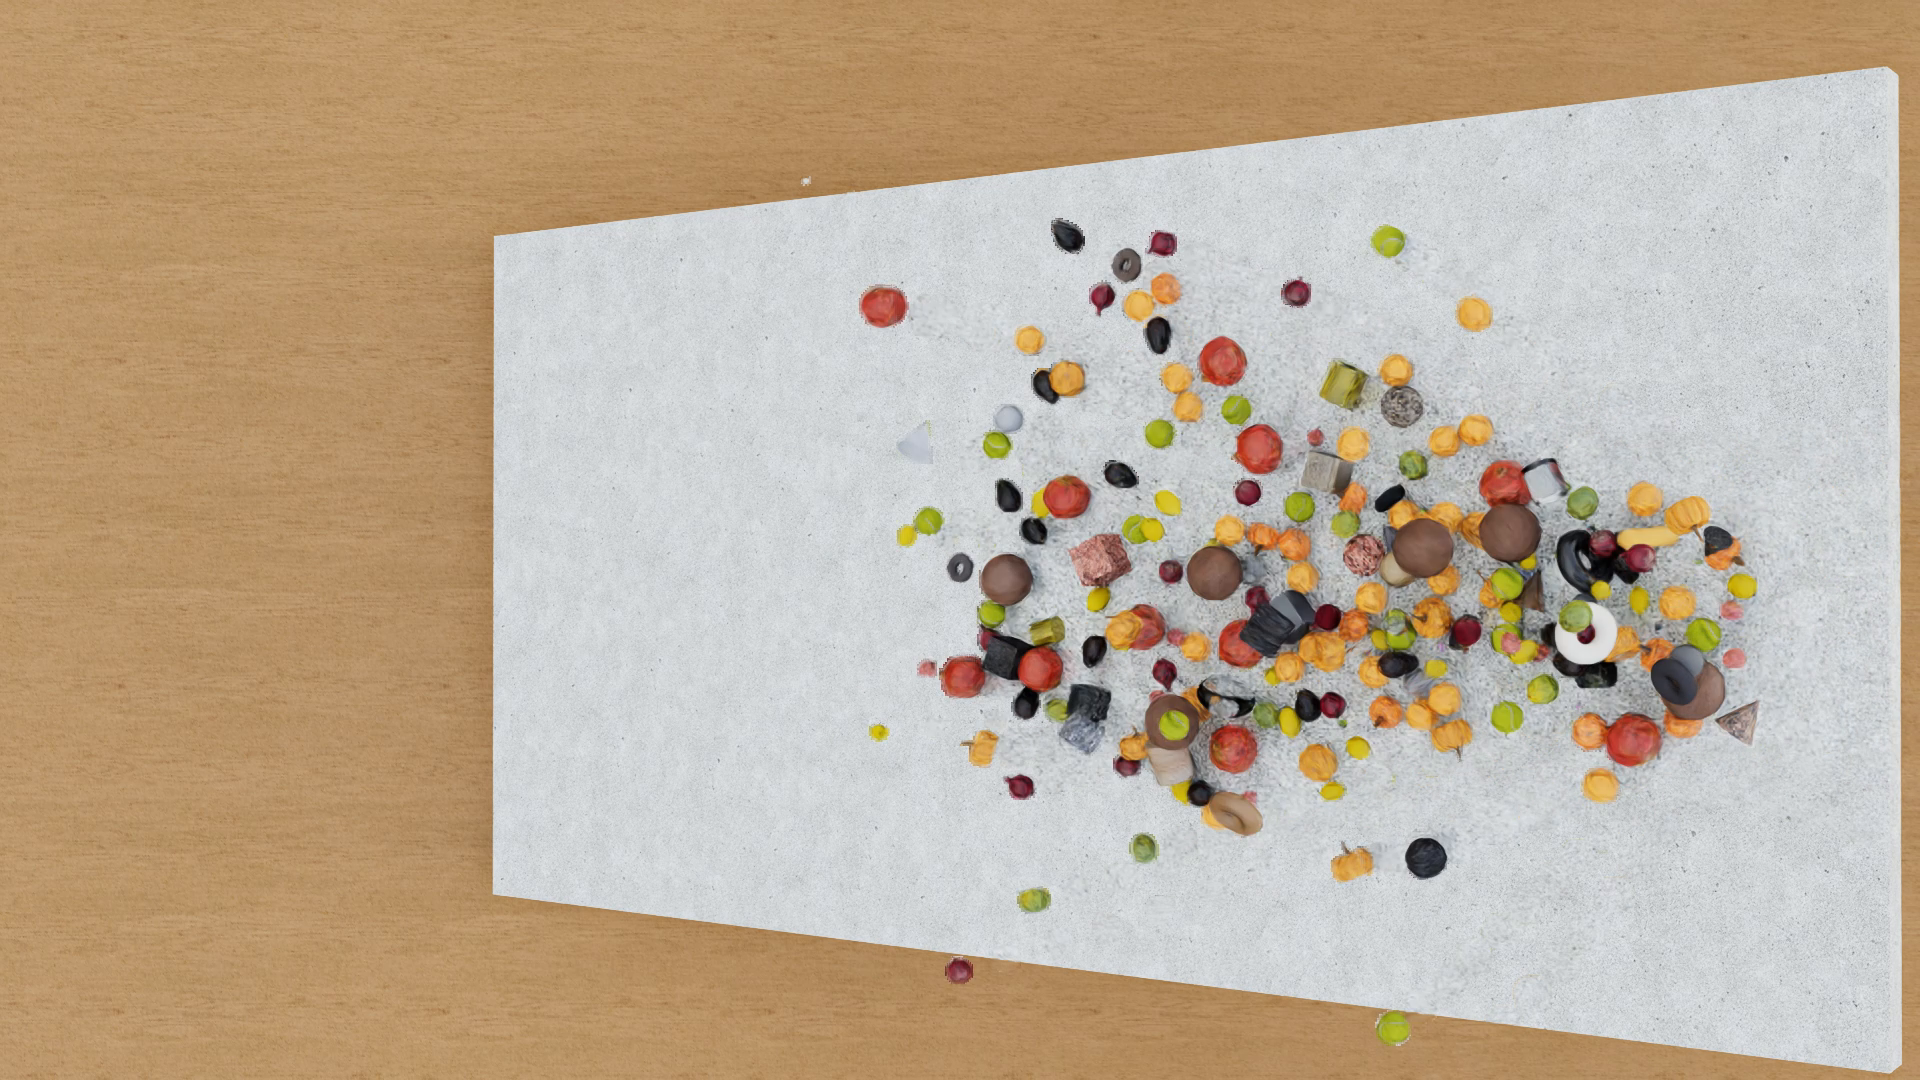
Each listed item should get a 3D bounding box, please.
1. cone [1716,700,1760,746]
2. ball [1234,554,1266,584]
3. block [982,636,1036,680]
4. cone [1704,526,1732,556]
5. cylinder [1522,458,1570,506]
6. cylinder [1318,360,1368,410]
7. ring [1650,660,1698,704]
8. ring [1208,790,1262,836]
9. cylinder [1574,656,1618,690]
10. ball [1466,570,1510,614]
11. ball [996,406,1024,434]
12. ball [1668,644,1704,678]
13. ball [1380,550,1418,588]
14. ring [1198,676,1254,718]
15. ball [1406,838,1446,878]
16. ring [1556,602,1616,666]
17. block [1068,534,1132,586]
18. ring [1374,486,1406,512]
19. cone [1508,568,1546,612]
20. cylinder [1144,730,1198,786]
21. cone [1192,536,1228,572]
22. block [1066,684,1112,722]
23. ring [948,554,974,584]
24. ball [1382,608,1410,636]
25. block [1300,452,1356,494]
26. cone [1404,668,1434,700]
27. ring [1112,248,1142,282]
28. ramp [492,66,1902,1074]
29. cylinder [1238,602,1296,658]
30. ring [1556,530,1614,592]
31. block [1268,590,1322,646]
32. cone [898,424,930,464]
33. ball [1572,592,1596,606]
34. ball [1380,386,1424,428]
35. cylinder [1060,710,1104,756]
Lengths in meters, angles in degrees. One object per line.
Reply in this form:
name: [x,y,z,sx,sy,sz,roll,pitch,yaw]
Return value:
cone: [1.550,0.346,4.332,0.085,0.085,0.085,33,105,0]
ball: [0.679,0.069,5.151,0.072,0.072,0.072,0,90,0]
block: [0.124,0.296,5.535,0.085,0.085,0.085,23,102,33]
cone: [1.528,0.015,4.471,0.061,0.061,0.061,7,48,-8]
cylinder: [1.238,-0.124,4.654,0.076,0.076,0.076,-19,74,0]
cylinder: [0.873,-0.353,5.008,0.085,0.085,0.085,24,106,0]
ring: [1.434,0.285,4.418,0.035,0.104,0.104,-34,90,-24]
ring: [0.581,0.576,4.638,0.125,0.125,0.042,36,65,0]
cylinder: [1.351,0.282,4.672,0.065,0.065,0.065,-9,89,41]
ball: [1.160,0.114,4.833,0.095,0.095,0.095,0,90,0]
ball: [0.124,-0.305,5.549,0.070,0.070,0.070,0,90,0]
ball: [1.466,0.246,4.441,0.070,0.070,0.070,0,90,0]
ball: [0.982,0.064,4.920,0.085,0.085,0.085,0,90,0]
ring: [0.624,0.367,5.155,0.137,0.137,0.046,11,120,0]
ball: [1.034,0.706,4.883,0.090,0.090,0.090,0,90,0]
ring: [1.267,0.189,4.449,0.129,0.043,0.129,-1,96,-7]
block: [0.343,0.050,5.375,0.096,0.096,0.096,-30,73,31]
ring: [0.967,-0.093,4.944,0.080,0.080,0.027,-36,72,0]
cone: [1.237,0.101,4.746,0.086,0.086,0.086,16,99,0]
cylinder: [0.501,0.518,5.214,0.099,0.099,0.099,-21,101,0]
cone: [0.609,0.048,5.223,0.080,0.080,0.080,44,90,-2]
block: [0.317,0.400,5.404,0.073,0.073,0.073,17,99,34]
ring: [0.001,0.074,5.661,0.075,0.025,0.075,1,91,35]
ball: [0.965,0.182,4.863,0.060,0.060,0.060,0,90,0]
block: [0.842,-0.153,5.032,0.081,0.081,0.081,18,100,34]
cone: [1.006,0.331,4.906,0.075,0.075,0.075,11,109,37]
ring: [0.408,-0.672,5.376,0.081,0.027,0.081,-1,87,35]
ramp: [0.242,0.067,5.566,4.000,0.100,2.000,0,89,35]
cylinder: [0.678,0.200,4.854,0.090,0.090,0.090,34,98,0]
ring: [1.318,0.045,4.635,0.143,0.048,0.143,12,62,-24]
block: [0.759,0.180,5.082,0.089,0.089,0.089,-42,67,27]
cone: [-0.095,-0.249,5.348,0.090,0.090,0.090,25,70,0]
ball: [1.334,0.138,4.698,0.050,0.050,0.050,0,90,0]
ball: [0.989,-0.299,4.919,0.095,0.095,0.095,0,90,0]
cylinder: [0.296,0.468,5.334,0.078,0.078,0.078,35,90,-11]
